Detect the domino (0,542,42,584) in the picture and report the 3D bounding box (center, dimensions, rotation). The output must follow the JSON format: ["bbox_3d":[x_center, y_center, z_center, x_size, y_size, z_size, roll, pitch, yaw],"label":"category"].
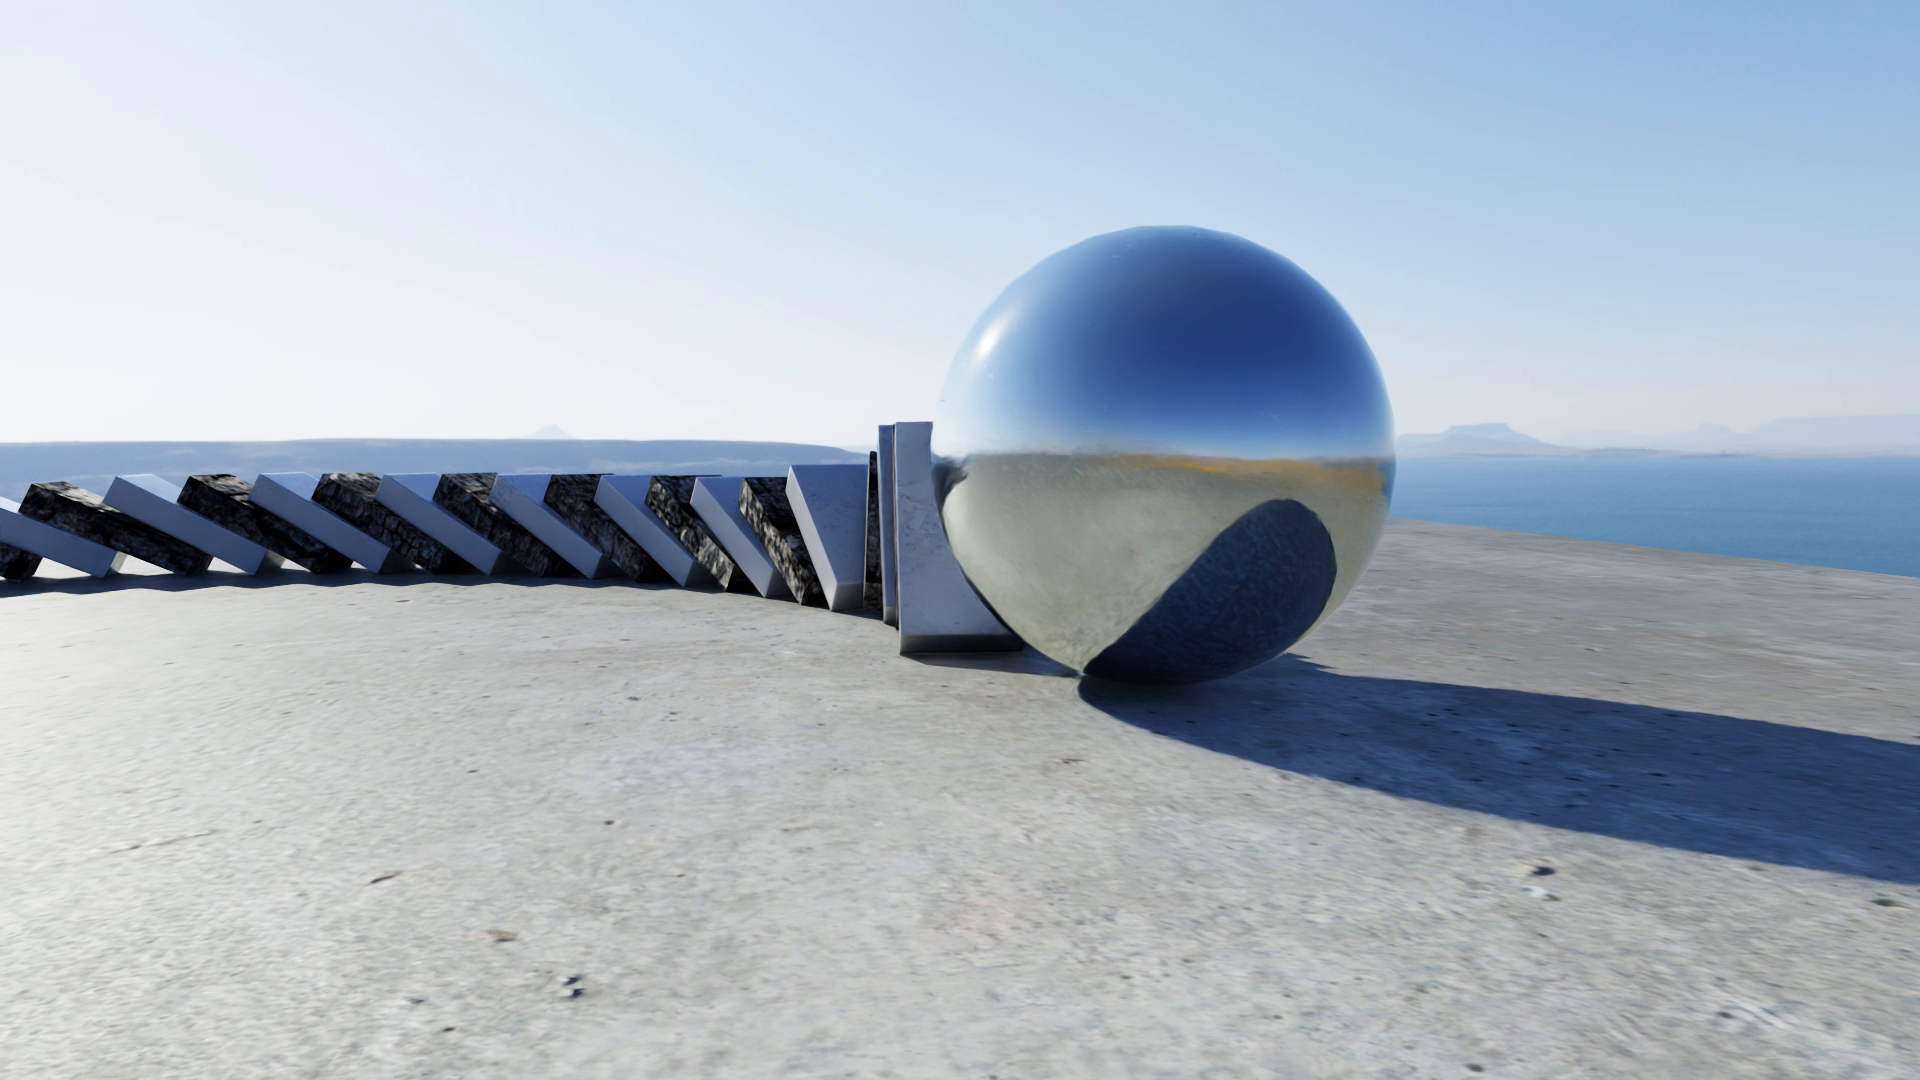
[{"bbox_3d":[-0.311,-0.002,0.392,0.050,0.009,0.025,27,-8,-27],"label":"domino"}]

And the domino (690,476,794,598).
[{"bbox_3d":[-0.056,-0.002,0.375,0.025,0.010,0.050,-3,35,-39],"label":"domino"}]

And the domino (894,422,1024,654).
[{"bbox_3d":[-0.001,-0.001,0.269,0.025,0.050,0.009,0,-28,-5],"label":"domino"}]

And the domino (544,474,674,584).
[{"bbox_3d":[-0.107,-0.005,0.411,0.050,0.009,0.025,36,22,26],"label":"domino"}]

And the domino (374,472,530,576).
[{"bbox_3d":[-0.167,-0.006,0.429,0.050,0.009,0.025,31,12,12],"label":"domino"}]

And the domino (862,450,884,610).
[{"bbox_3d":[-0.012,-0.003,0.332,0.025,0.009,0.050,4,43,-6],"label":"domino"}]

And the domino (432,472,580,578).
[{"bbox_3d":[-0.147,-0.006,0.425,0.050,0.010,0.025,32,15,16],"label":"domino"}]

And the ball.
[{"bbox_3d":[0.035,-0.014,0.225,0.080,0.080,0.080,0,4,0],"label":"ball"}]

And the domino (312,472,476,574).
[{"bbox_3d":[-0.188,-0.006,0.431,0.050,0.009,0.025,30,9,7],"label":"domino"}]

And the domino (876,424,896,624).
[{"bbox_3d":[-0.007,-0.005,0.314,0.025,0.050,0.009,-1,-28,-7],"label":"domino"}]

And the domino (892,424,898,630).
[{"bbox_3d":[-0.003,-0.004,0.302,0.025,0.050,0.009,0,-28,-5],"label":"domino"}]

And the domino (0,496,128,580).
[{"bbox_3d":[-0.292,-0.003,0.403,0.050,0.010,0.025,26,-7,-23],"label":"domino"}]

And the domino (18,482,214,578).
[{"bbox_3d":[-0.271,-0.004,0.415,0.050,0.009,0.025,26,-3,-16],"label":"domino"}]

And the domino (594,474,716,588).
[{"bbox_3d":[-0.089,-0.004,0.401,0.050,0.010,0.025,38,26,31],"label":"domino"}]

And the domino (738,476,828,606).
[{"bbox_3d":[-0.042,-0.001,0.360,0.025,0.009,0.050,-3,35,-31],"label":"domino"}]

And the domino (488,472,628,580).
[{"bbox_3d":[-0.127,-0.005,0.419,0.050,0.009,0.025,33,18,21],"label":"domino"}]

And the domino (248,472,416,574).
[{"bbox_3d":[-0.209,-0.006,0.431,0.050,0.009,0.025,30,6,2],"label":"domino"}]

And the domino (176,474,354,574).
[{"bbox_3d":[-0.230,-0.006,0.428,0.050,0.010,0.025,28,3,-4],"label":"domino"}]

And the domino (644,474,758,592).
[{"bbox_3d":[-0.072,-0.003,0.389,0.025,0.010,0.050,-4,35,-44],"label":"domino"}]

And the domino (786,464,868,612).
[{"bbox_3d":[-0.028,-0.002,0.345,0.025,0.009,0.050,-2,40,-24],"label":"domino"}]

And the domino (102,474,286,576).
[{"bbox_3d":[-0.250,-0.005,0.423,0.050,0.010,0.025,29,-1,-11],"label":"domino"}]
